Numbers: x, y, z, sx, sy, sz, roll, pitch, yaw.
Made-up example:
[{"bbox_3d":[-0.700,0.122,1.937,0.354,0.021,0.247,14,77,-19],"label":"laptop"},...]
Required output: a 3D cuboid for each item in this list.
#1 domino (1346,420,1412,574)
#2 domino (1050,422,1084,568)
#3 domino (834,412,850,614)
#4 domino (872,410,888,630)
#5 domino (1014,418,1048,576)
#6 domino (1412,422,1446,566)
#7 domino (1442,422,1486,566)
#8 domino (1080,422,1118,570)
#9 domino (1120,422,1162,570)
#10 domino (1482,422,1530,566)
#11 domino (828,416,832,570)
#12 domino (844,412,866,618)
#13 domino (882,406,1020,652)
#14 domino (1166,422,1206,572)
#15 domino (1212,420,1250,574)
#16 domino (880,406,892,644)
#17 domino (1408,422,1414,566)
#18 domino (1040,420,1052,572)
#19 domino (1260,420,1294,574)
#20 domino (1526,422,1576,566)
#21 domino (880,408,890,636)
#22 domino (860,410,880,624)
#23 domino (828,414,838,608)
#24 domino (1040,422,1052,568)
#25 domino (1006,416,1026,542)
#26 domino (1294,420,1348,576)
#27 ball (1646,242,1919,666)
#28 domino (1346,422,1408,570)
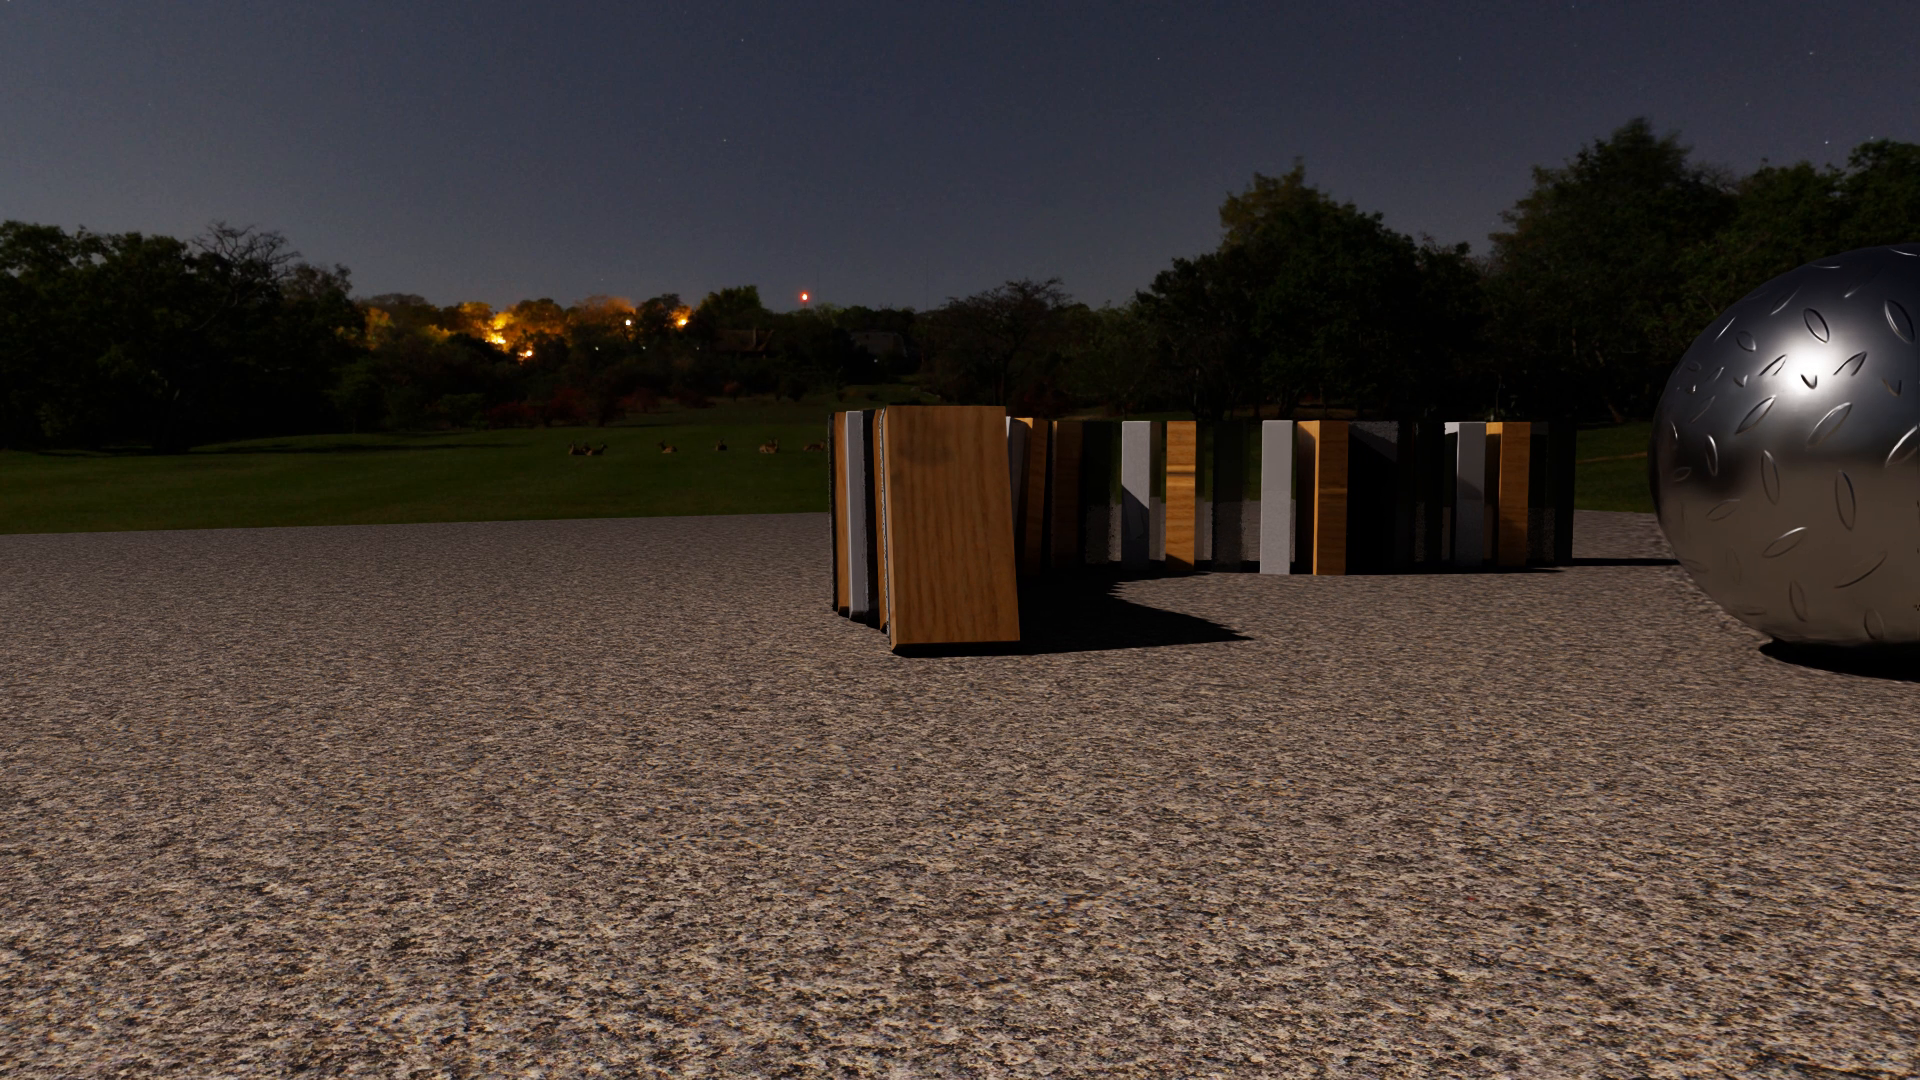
[{"bbox_3d":[0.137,-0.015,0.429,0.009,0.050,0.025,-4,6,-43],"label":"domino"},{"bbox_3d":[0.035,-0.016,0.450,0.009,0.050,0.025,0,4,-10],"label":"domino"},{"bbox_3d":[-0.019,-0.007,0.325,0.025,0.050,0.009,-1,-14,-8],"label":"domino"},{"bbox_3d":[-0.006,-0.005,0.296,0.025,0.050,0.009,-1,-14,-9],"label":"domino"},{"bbox_3d":[0.014,-0.014,0.417,0.025,0.050,0.009,3,0,36],"label":"domino"},{"bbox_3d":[0.163,-0.017,0.458,0.010,0.050,0.025,0,4,-3],"label":"domino"},{"bbox_3d":[0.178,-0.017,0.458,0.010,0.050,0.025,0,4,2],"label":"domino"},{"bbox_3d":[0.049,-0.016,0.448,0.010,0.050,0.025,2,5,12],"label":"domino"},{"bbox_3d":[0.063,-0.016,0.443,0.009,0.050,0.025,1,4,17],"label":"domino"},{"bbox_3d":[0.193,-0.017,0.457,0.009,0.050,0.025,0,4,4],"label":"domino"},{"bbox_3d":[-0.022,-0.009,0.344,0.025,0.050,0.009,-1,-14,-8],"label":"domino"},{"bbox_3d":[-0.015,-0.006,0.315,0.025,0.050,0.009,-1,-14,-8],"label":"domino"},{"bbox_3d":[-0.002,-0.003,0.267,0.025,0.050,0.010,-1,-14,-9],"label":"domino"},{"bbox_3d":[0.077,-0.015,0.439,0.010,0.050,0.025,1,5,18],"label":"domino"},{"bbox_3d":[0.092,-0.015,0.434,0.009,0.050,0.025,1,5,18],"label":"domino"},{"bbox_3d":[-0.003,-0.003,0.277,0.025,0.050,0.009,-1,-14,-9],"label":"domino"},{"bbox_3d":[0.148,-0.017,0.457,0.009,0.050,0.025,-2,5,-29],"label":"domino"},{"bbox_3d":[0.018,-0.015,0.431,0.025,0.050,0.009,1,2,14],"label":"domino"},{"bbox_3d":[0.106,-0.015,0.430,0.010,0.050,0.025,1,4,15],"label":"domino"},{"bbox_3d":[0.208,-0.017,0.456,0.010,0.050,0.025,0,4,2],"label":"domino"},{"bbox_3d":[-0.004,-0.004,0.287,0.025,0.050,0.010,-1,-14,-9],"label":"domino"},{"bbox_3d":[-0.010,-0.006,0.306,0.025,0.050,0.009,-1,-14,-9],"label":"domino"},{"bbox_3d":[-0.021,-0.008,0.335,0.025,0.050,0.009,-1,-14,-8],"label":"domino"},{"bbox_3d":[0.018,-0.016,0.445,0.025,0.050,0.009,2,3,29],"label":"domino"},{"bbox_3d":[0.006,-0.014,0.409,0.025,0.050,0.010,3,-5,36],"label":"domino"},{"bbox_3d":[0.120,-0.014,0.426,0.010,0.050,0.025,0,4,-1],"label":"domino"},{"bbox_3d":[0.177,-0.016,0.246,0.080,0.080,0.080,0,4,0],"label":"ball"},{"bbox_3d":[0.140,-0.016,0.443,0.025,0.050,0.010,2,5,23],"label":"domino"}]
